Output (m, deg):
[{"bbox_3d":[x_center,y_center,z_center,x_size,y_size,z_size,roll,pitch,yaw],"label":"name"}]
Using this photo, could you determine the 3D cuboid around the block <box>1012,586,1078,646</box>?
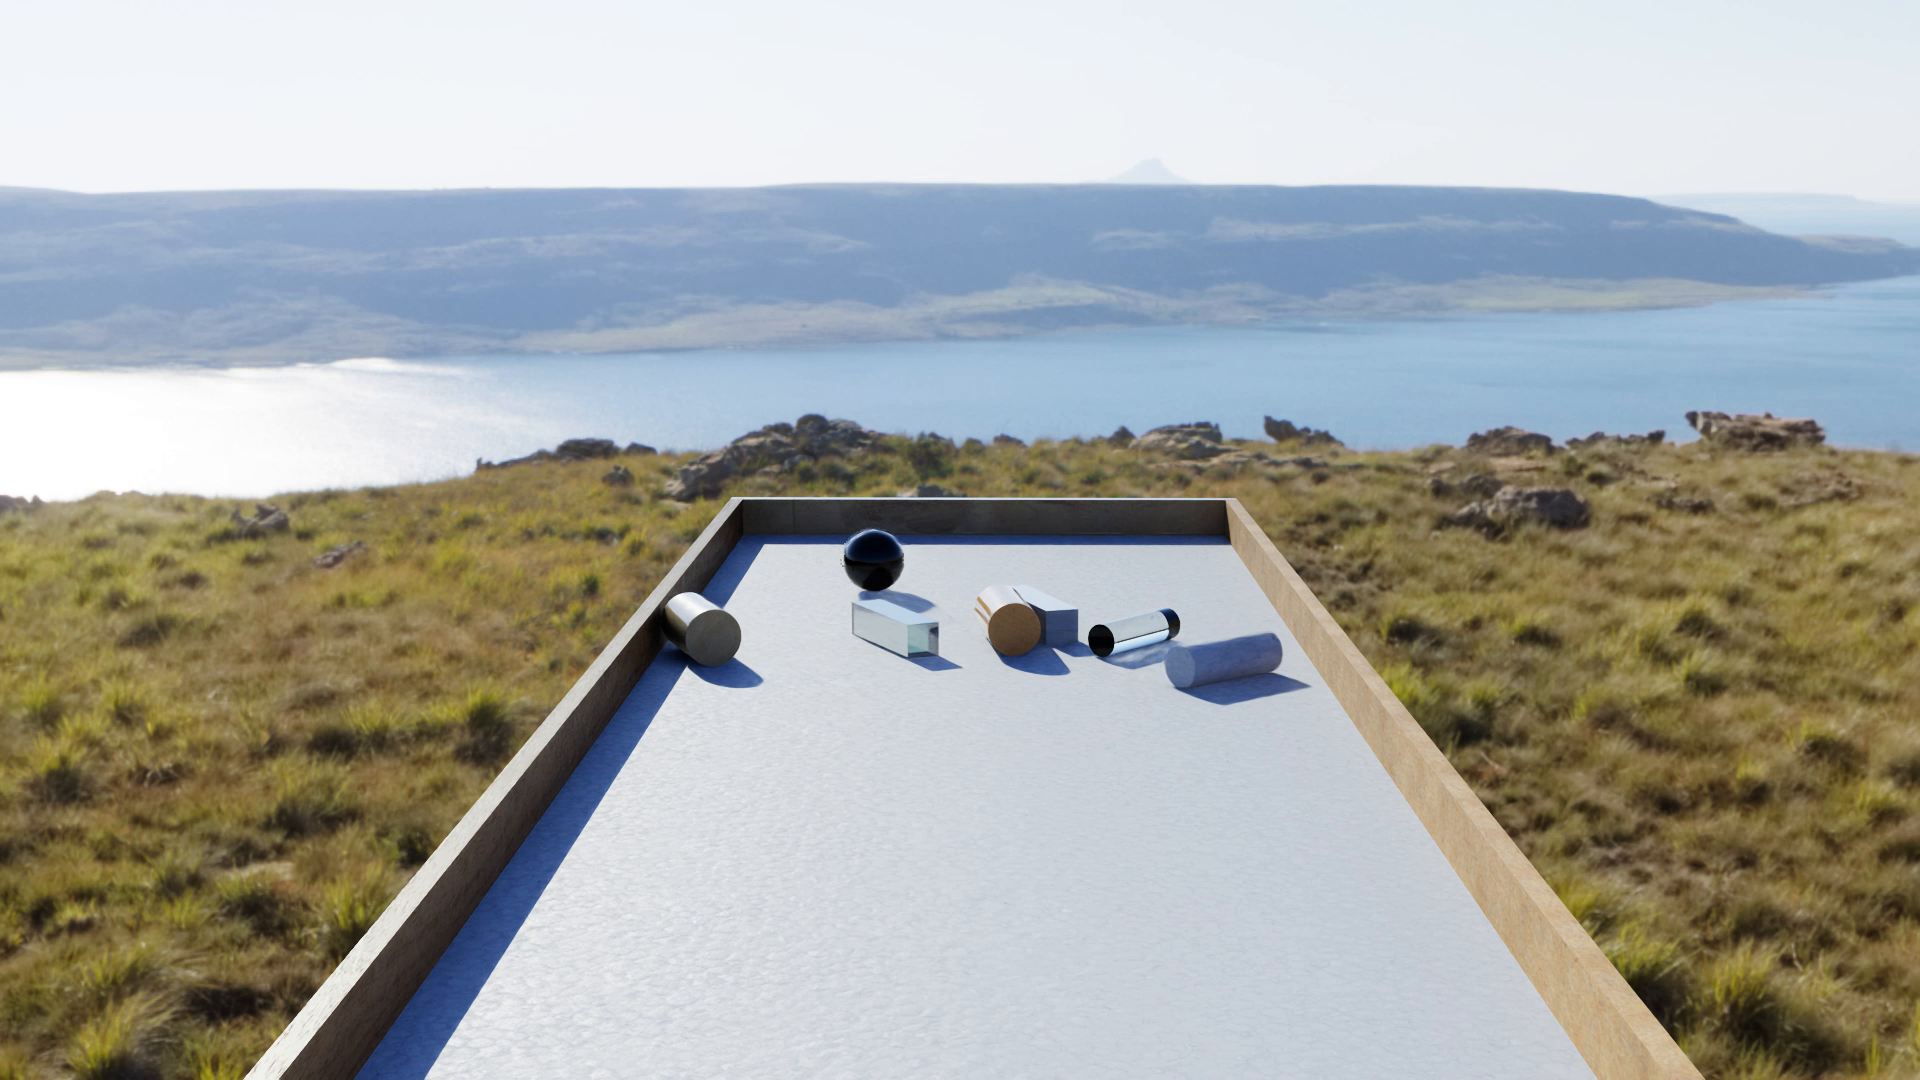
[{"bbox_3d":[0.247,0.241,7.142,0.109,0.109,0.452,-3,10,-19],"label":"block"}]

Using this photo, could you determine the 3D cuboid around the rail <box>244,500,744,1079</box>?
[{"bbox_3d":[-1.004,0.839,3.234,0.050,0.150,12.000,0,9,1],"label":"rail"}]

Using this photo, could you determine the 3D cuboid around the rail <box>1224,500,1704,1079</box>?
[{"bbox_3d":[1.046,0.843,3.208,0.050,0.150,12.000,0,9,1],"label":"rail"}]

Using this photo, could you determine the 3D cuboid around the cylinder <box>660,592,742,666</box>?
[{"bbox_3d":[-0.795,0.272,6.740,0.174,0.174,0.302,-4,10,-21],"label":"cylinder"}]

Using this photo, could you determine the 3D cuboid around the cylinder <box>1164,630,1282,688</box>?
[{"bbox_3d":[0.773,0.346,6.427,0.365,0.124,0.124,-7,12,-39],"label":"cylinder"}]

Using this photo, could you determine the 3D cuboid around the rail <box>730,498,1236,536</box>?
[{"bbox_3d":[0.099,-0.098,9.147,2.100,0.150,0.050,0,9,1],"label":"rail"}]

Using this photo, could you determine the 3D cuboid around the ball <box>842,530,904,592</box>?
[{"bbox_3d":[-0.308,0.073,7.842,0.220,0.220,0.220,0,9,0],"label":"ball"}]

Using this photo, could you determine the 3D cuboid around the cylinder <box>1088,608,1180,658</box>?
[{"bbox_3d":[0.546,0.287,6.869,0.102,0.102,0.353,8,12,39],"label":"cylinder"}]

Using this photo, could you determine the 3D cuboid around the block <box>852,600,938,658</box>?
[{"bbox_3d":[-0.207,0.277,6.921,0.106,0.106,0.424,-4,10,-26],"label":"block"}]

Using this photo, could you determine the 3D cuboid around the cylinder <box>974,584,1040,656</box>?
[{"bbox_3d":[0.147,0.249,6.910,0.165,0.165,0.332,-1,9,-7],"label":"cylinder"}]
